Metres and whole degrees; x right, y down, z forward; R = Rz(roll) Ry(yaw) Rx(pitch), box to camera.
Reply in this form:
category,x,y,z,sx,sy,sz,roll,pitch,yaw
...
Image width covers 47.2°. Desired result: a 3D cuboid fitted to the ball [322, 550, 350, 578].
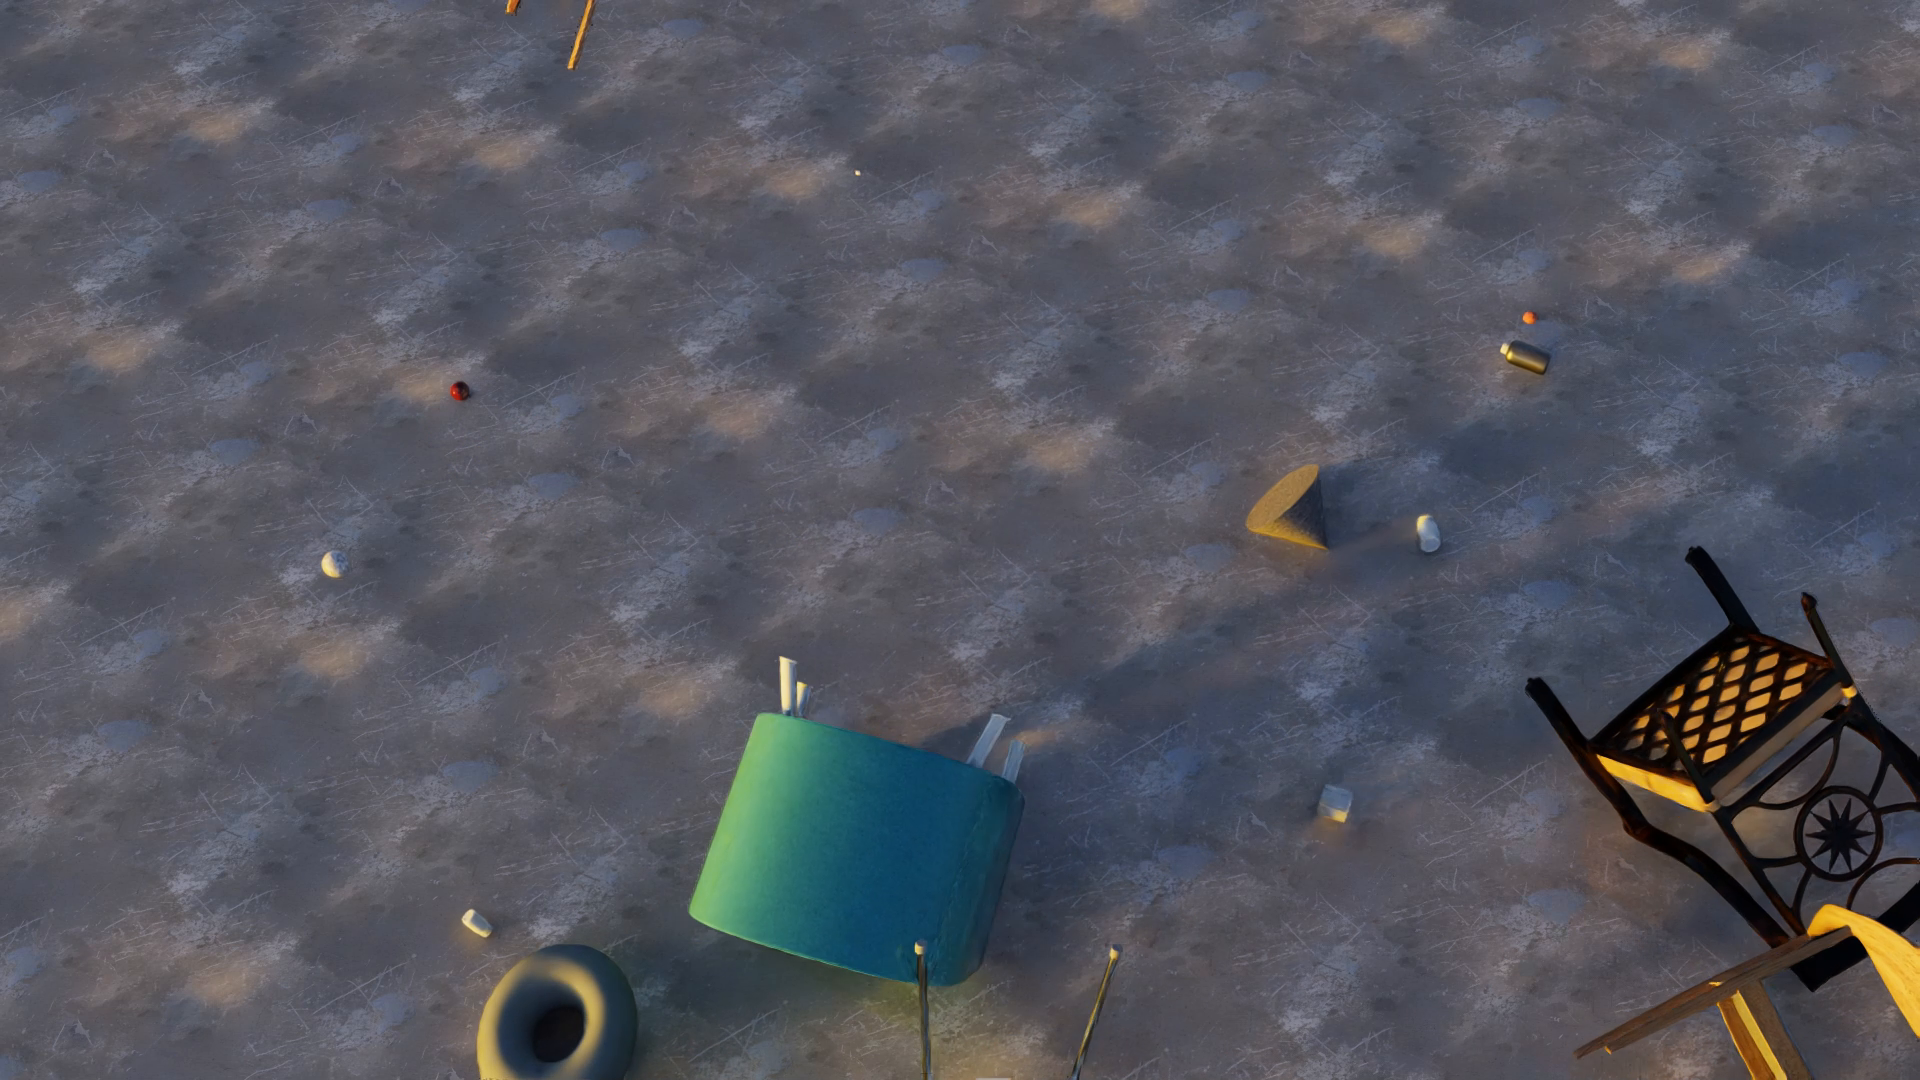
category,x,y,z,sx,sy,sz,roll,pitch,yaw
ball,-1.838,0.070,6.479,0.080,0.080,0.080,0,56,0

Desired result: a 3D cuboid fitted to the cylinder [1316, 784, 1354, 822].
category,x,y,z,sx,sy,sz,roll,pitch,yaw
cylinder,1.026,0.720,6.016,0.078,0.133,0.086,17,87,13

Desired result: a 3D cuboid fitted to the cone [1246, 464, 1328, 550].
category,x,y,z,sx,sy,sz,roll,pitch,yaw
cone,1.027,-0.050,6.535,0.219,0.273,0.314,47,24,-10

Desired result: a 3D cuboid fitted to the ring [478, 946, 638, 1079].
category,x,y,z,sx,sy,sz,roll,pitch,yaw
ring,-1.029,1.264,5.625,0.405,0.165,0.484,4,57,6
